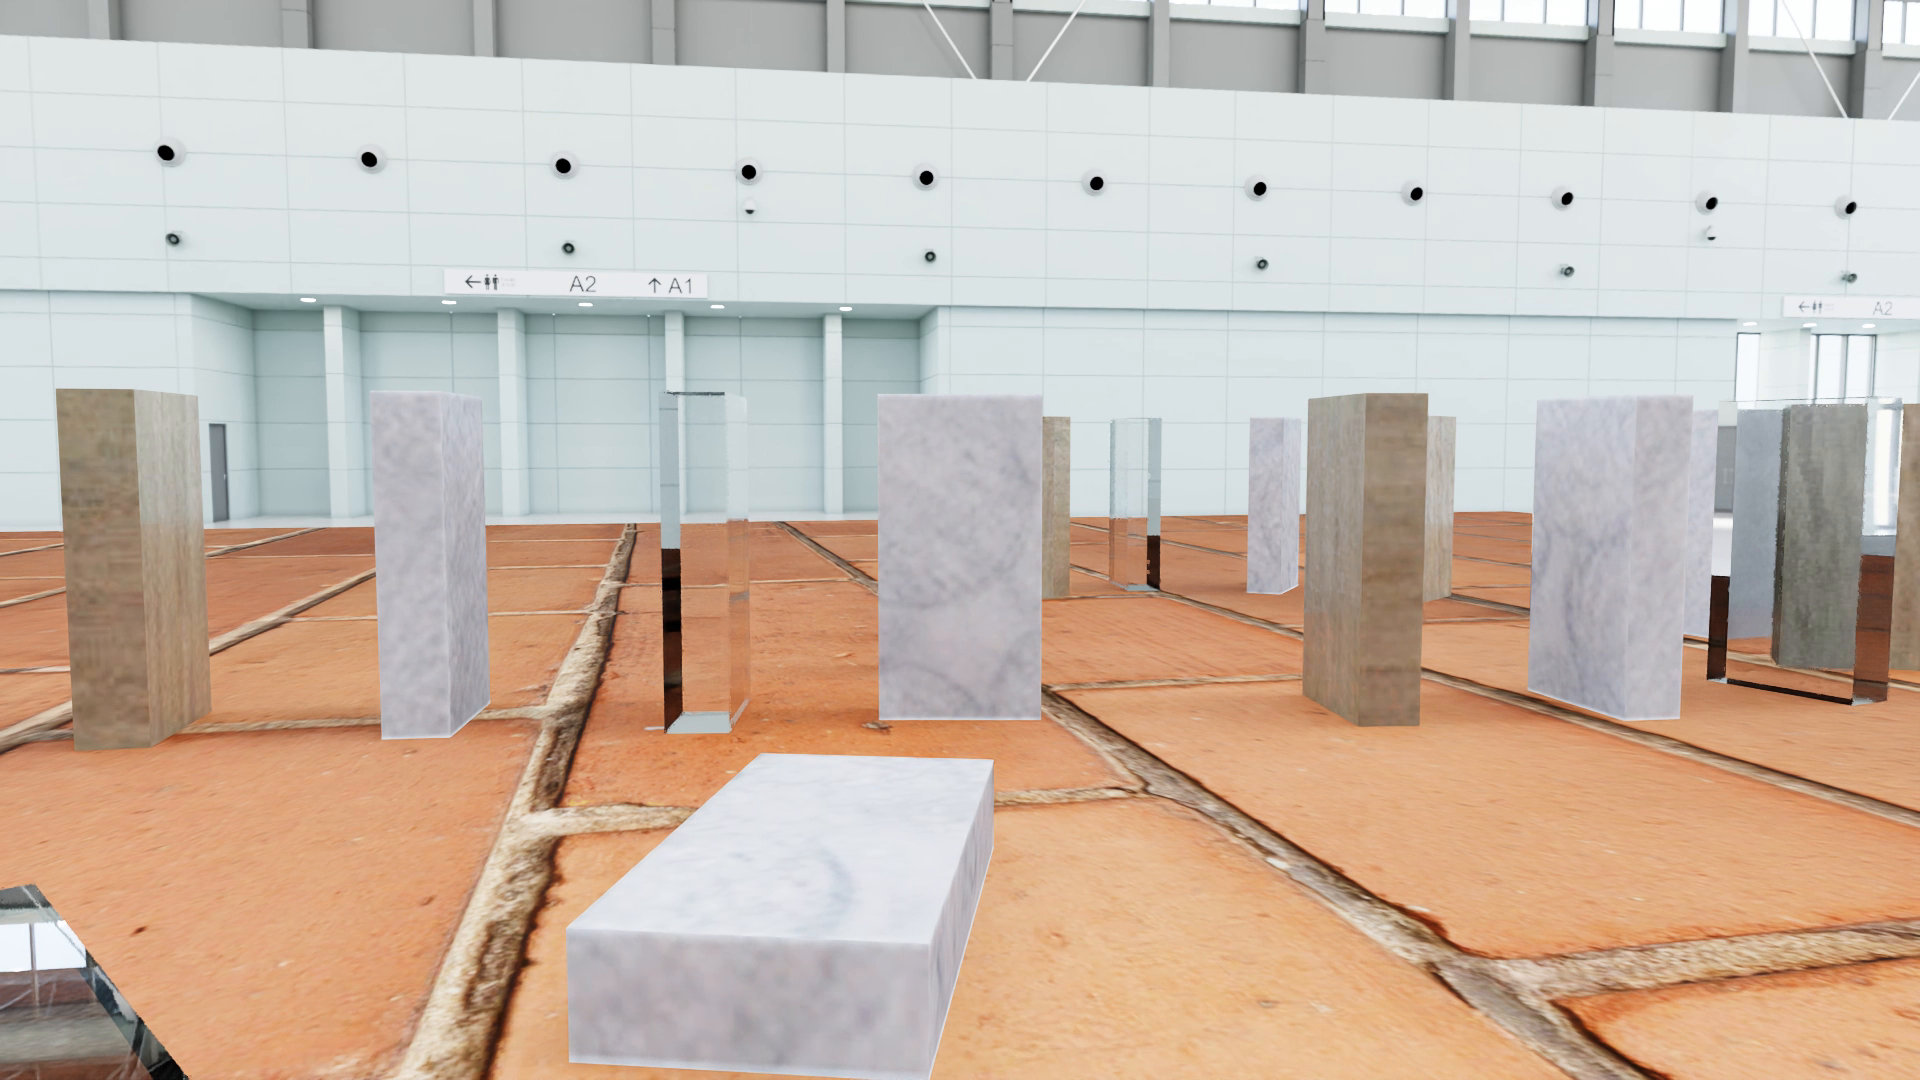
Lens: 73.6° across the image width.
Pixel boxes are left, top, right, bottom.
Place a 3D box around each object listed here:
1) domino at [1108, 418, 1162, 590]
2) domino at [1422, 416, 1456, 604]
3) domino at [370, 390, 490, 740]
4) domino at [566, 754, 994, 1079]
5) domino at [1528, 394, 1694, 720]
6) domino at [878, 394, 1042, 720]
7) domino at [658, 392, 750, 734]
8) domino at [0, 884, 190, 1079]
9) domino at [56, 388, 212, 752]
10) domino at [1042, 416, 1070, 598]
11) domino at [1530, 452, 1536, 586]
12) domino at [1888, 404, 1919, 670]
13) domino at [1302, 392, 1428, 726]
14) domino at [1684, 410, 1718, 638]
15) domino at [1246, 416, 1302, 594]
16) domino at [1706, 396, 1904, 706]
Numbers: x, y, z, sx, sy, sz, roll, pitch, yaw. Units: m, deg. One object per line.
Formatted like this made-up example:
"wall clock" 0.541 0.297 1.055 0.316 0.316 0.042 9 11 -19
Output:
"domino" 0.052 -0.011 0.383 0.009 0.050 0.025 0 4 -6
"domino" 0.126 -0.009 0.352 0.009 0.050 0.025 4 6 39
"domino" -0.080 0.003 0.196 0.009 0.050 0.025 -1 4 -7
"domino" -0.012 0.030 0.111 0.025 0.009 0.050 0 4 6
"domino" 0.105 0.002 0.208 0.009 0.050 0.025 -1 4 -9
"domino" 0.000 0.002 0.201 0.025 0.050 0.009 0 4 0
"domino" -0.039 0.003 0.199 0.010 0.050 0.025 0 4 -2
"domino" -0.061 0.033 0.070 0.025 0.009 0.050 -4 6 -45
"domino" -0.121 0.003 0.189 0.010 0.050 0.025 -1 4 -13
"domino" 0.018 -0.010 0.362 0.025 0.050 0.009 3 5 33
"domino" 0.155 -0.007 0.322 0.025 0.050 0.010 -3 5 -38
"domino" 0.175 -0.001 0.246 0.025 0.050 0.010 2 5 25
"domino" 0.064 0.002 0.204 0.009 0.050 0.025 0 4 -4
"domino" 0.175 -0.004 0.287 0.025 0.050 0.009 -1 4 -18
"domino" 0.092 -0.011 0.374 0.009 0.050 0.025 2 5 26
"domino" 0.144 0.001 0.220 0.009 0.050 0.025 -2 5 -25
